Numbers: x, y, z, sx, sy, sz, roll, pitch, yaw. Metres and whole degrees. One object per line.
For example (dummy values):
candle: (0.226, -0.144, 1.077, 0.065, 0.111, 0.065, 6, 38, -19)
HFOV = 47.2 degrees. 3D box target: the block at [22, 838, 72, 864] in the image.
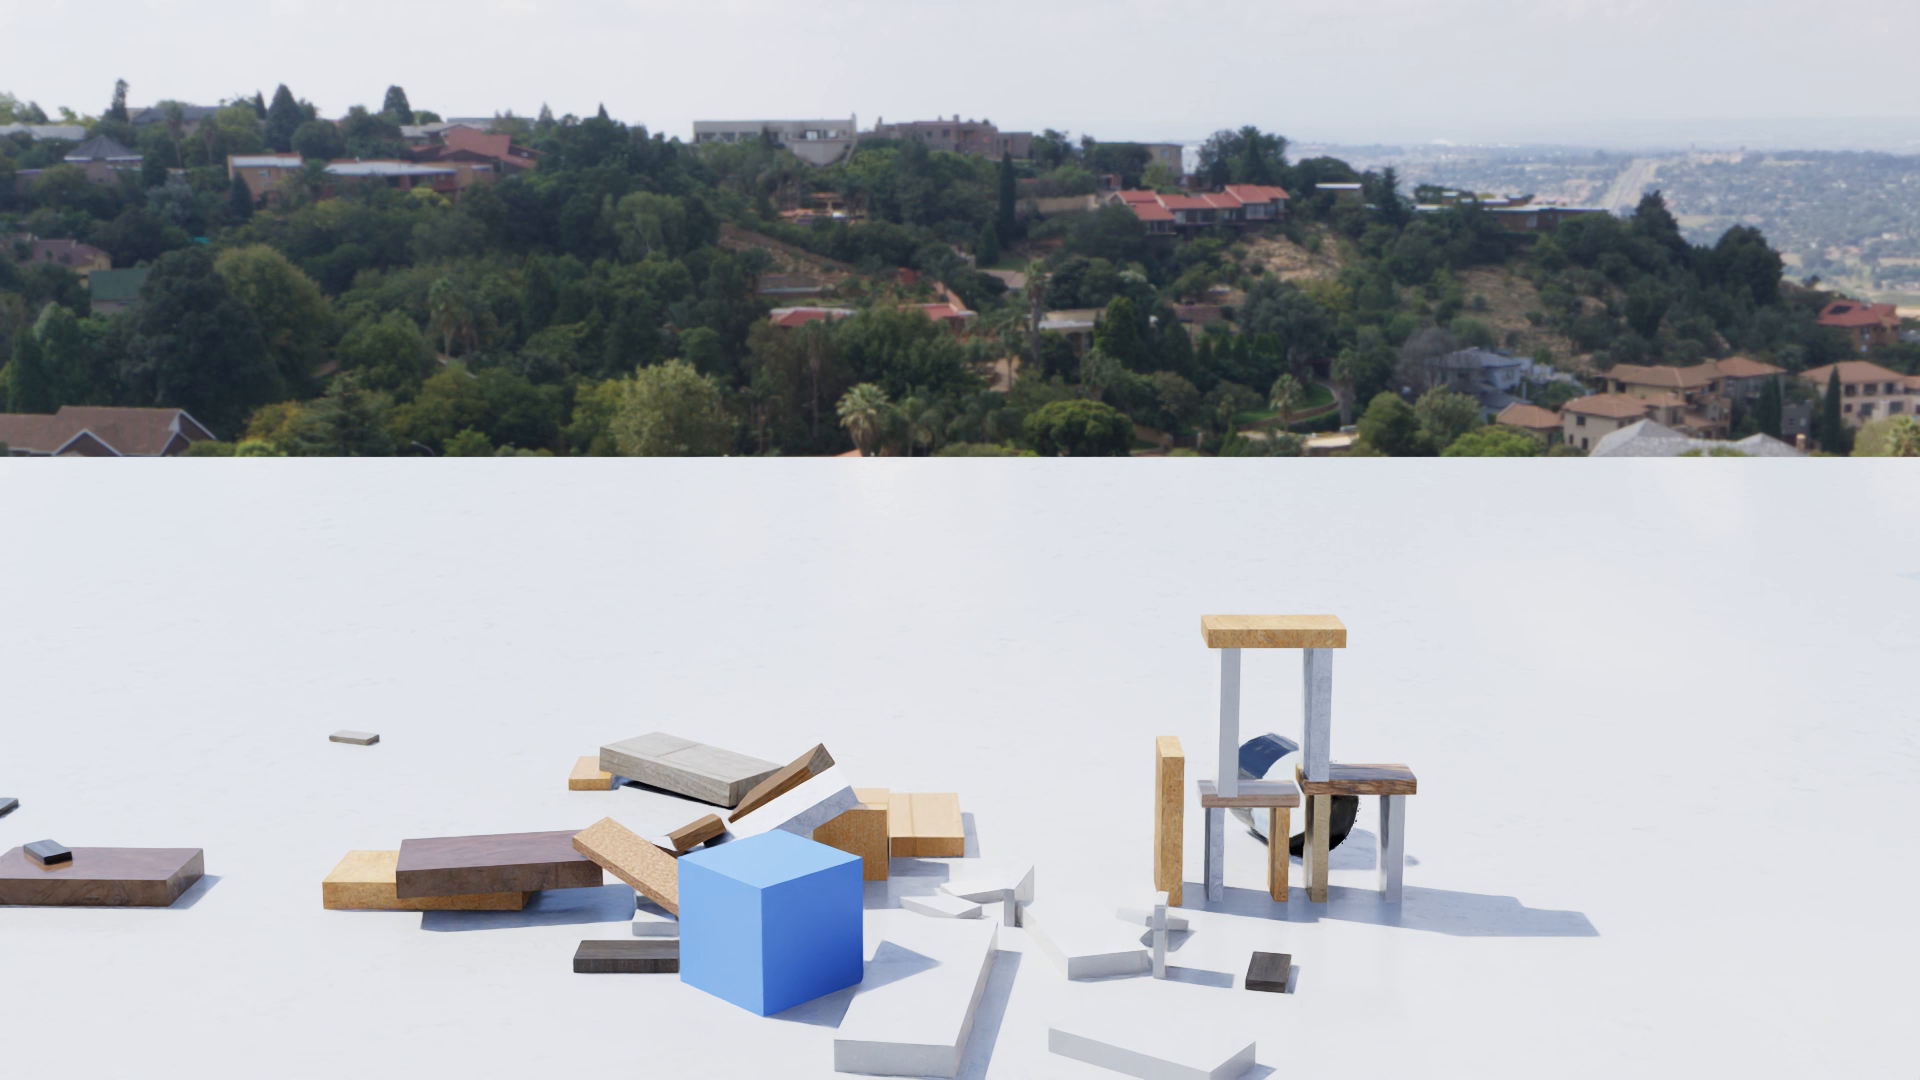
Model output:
block: (-1.544, 0.527, 3.720, 0.046, 0.013, 0.093, -10, 14, -42)

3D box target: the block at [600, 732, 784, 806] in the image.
block: (-0.522, 0.442, 4.270, 0.329, 0.047, 0.165, 11, 12, 33)

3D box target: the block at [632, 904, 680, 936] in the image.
block: (-0.374, 0.606, 3.517, 0.290, 0.024, 0.084, 0, 11, -1)

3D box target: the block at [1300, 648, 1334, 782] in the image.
block: (0.584, 0.273, 3.611, 0.031, 0.222, 0.111, 0, 11, 0)

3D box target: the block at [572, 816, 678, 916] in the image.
block: (-0.466, 0.547, 3.512, 0.357, 0.022, 0.079, 26, 35, 29)

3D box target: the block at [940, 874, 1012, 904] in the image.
block: (0.038, 0.583, 3.660, 0.127, 0.018, 0.063, -5, 12, -24)

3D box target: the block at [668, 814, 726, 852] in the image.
block: (-0.446, 0.495, 3.722, 0.084, 0.024, 0.168, -25, 1, -12)

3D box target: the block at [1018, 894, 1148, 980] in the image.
block: (0.189, 0.617, 3.427, 0.127, 0.036, 0.254, -3, 11, -15)

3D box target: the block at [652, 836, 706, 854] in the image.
block: (-0.403, 0.546, 3.805, 0.258, 0.037, 0.129, -1, 11, -8)

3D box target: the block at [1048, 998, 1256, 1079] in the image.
block: (0.262, 0.694, 3.013, 0.254, 0.036, 0.127, 7, 13, 35)

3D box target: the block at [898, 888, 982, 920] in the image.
block: (-0.032, 0.597, 3.584, 0.127, 0.018, 0.063, 10, 14, 42)

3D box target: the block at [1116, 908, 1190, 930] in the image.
block: (0.304, 0.599, 3.475, 0.059, 0.017, 0.117, 10, -4, 42)

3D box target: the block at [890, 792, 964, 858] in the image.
block: (-0.063, 0.514, 3.980, 0.129, 0.037, 0.258, 0, 11, -3)

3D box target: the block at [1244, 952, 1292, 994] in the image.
block: (0.464, 0.649, 3.306, 0.059, 0.017, 0.117, 2, 11, 13)

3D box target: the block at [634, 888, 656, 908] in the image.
block: (-0.462, 0.584, 3.642, 0.152, 0.022, 0.076, -2, 11, -12)

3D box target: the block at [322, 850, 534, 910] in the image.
block: (-0.877, 0.566, 3.671, 0.326, 0.046, 0.163, 0, 11, 1)

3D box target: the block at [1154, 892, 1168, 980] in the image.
block: (0.303, 0.596, 3.317, 0.017, 0.117, 0.059, 2, 11, 10)

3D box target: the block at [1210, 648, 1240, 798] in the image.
block: (0.436, 0.287, 3.613, 0.031, 0.249, 0.111, 0, 11, 0)

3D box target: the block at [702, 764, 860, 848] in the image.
block: (-0.301, 0.471, 3.674, 0.258, 0.037, 0.129, -29, 15, -8)

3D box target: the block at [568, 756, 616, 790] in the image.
block: (-0.719, 0.457, 4.322, 0.079, 0.022, 0.158, 0, 11, -2)

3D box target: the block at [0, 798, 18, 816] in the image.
block: (-1.803, 0.501, 4.110, 0.046, 0.013, 0.093, 0, 11, 2)

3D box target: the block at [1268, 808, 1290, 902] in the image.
block: (0.530, 0.510, 3.657, 0.023, 0.161, 0.081, 0, 11, 0)

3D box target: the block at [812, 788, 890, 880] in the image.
block: (-0.186, 0.505, 3.784, 0.125, 0.125, 0.125, 0, 11, 0)

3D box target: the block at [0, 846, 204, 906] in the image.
block: (-1.459, 0.563, 3.687, 0.326, 0.046, 0.163, 0, 11, 2)

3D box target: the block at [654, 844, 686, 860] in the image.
block: (-0.491, 0.529, 3.684, 0.152, 0.022, 0.076, 15, -11, 14)

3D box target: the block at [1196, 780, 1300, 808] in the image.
block: (0.476, 0.420, 3.639, 0.161, 0.023, 0.081, 0, 11, 0)

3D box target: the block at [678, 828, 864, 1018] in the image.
block: (-0.281, 0.565, 3.273, 0.194, 0.194, 0.194, -10, 15, -44)

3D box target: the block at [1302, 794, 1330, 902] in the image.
block: (0.592, 0.499, 3.656, 0.026, 0.185, 0.092, 0, 11, 0)

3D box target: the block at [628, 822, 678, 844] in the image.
block: (-0.583, 0.537, 3.888, 0.084, 0.024, 0.168, 7, 13, 33)

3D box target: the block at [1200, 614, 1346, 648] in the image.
block: (0.510, 0.149, 3.588, 0.222, 0.031, 0.111, 0, 11, 0)

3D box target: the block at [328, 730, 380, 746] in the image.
block: (-1.264, 0.413, 4.589, 0.093, 0.013, 0.046, 4, 11, 21)

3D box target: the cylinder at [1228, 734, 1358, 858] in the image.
cylinder: (0.587, 0.454, 3.917, 0.177, 0.177, 0.177, -4, 11, -19)

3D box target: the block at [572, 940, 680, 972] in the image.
block: (-0.505, 0.636, 3.360, 0.158, 0.022, 0.079, 0, 11, 0)

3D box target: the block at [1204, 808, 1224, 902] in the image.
block: (0.422, 0.510, 3.657, 0.023, 0.161, 0.081, 0, 11, 0)

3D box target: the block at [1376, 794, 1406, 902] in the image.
block: (0.715, 0.499, 3.656, 0.026, 0.185, 0.092, 0, 11, 0)

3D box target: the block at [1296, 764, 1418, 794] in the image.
block: (0.654, 0.395, 3.636, 0.185, 0.026, 0.092, 0, 11, 0)

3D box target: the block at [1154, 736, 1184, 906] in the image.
block: (0.347, 0.464, 3.650, 0.036, 0.254, 0.127, 0, 11, 0)

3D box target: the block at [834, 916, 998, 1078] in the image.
block: (-0.056, 0.655, 3.192, 0.165, 0.047, 0.479, 1, 11, 8)

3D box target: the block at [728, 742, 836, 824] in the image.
block: (-0.316, 0.448, 3.942, 0.165, 0.047, 0.329, -34, 1, 2)

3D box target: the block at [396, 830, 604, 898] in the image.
block: (-0.753, 0.530, 3.613, 0.326, 0.046, 0.163, -2, 11, -10)

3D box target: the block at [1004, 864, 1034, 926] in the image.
block: (0.096, 0.576, 3.571, 0.018, 0.063, 0.127, 3, 11, 16)
